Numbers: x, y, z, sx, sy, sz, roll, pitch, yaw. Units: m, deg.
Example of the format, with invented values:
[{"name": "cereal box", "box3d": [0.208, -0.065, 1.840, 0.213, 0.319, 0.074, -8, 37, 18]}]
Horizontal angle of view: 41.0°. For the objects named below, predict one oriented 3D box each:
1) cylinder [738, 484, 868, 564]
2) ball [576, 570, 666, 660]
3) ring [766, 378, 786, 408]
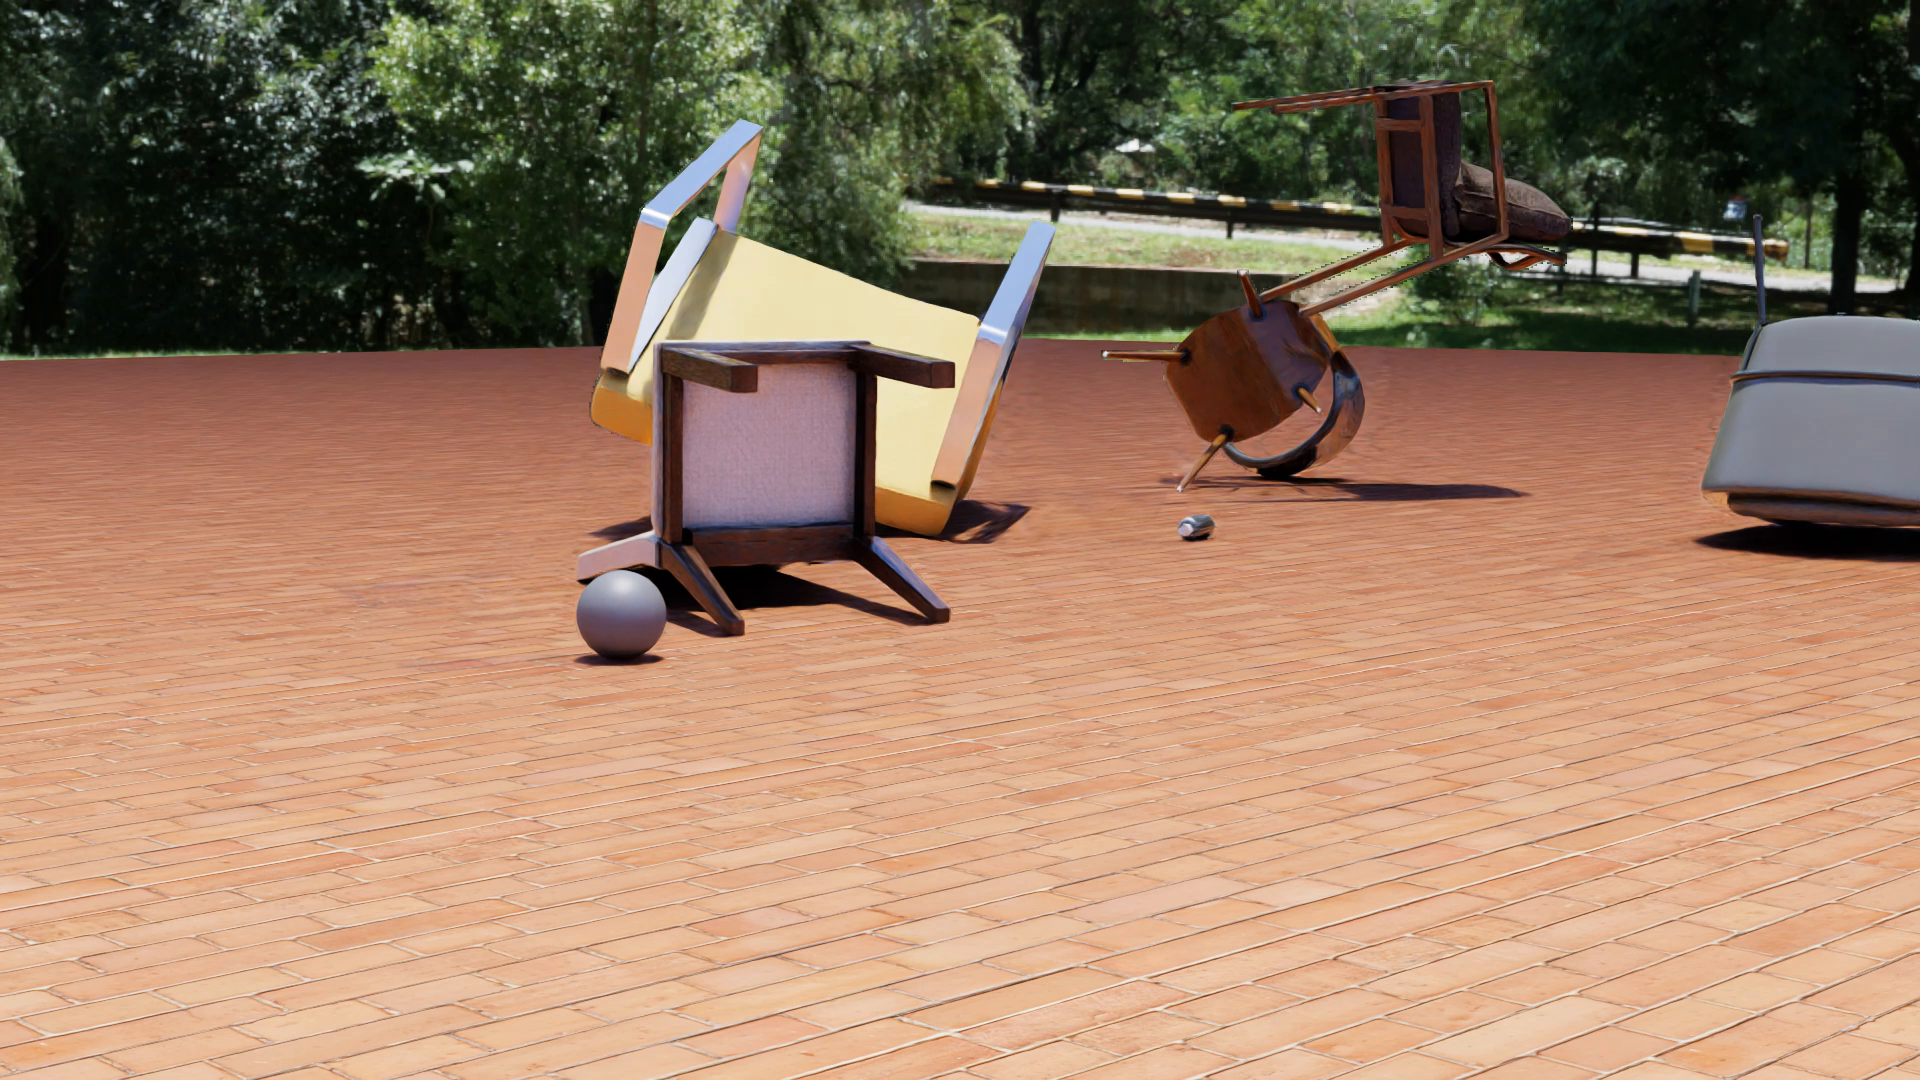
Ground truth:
[{"name": "cylinder", "box3d": [-0.373, -0.041, 6.037, 0.246, 0.154, 0.331, 12, 2, -17]}, {"name": "ball", "box3d": [-0.582, 0.129, 4.409, 0.154, 0.154, 0.154, 0, 6, 0]}, {"name": "ring", "box3d": [-0.386, -0.308, 5.392, 0.021, 0.061, 0.068, 5, 23, -33]}]
